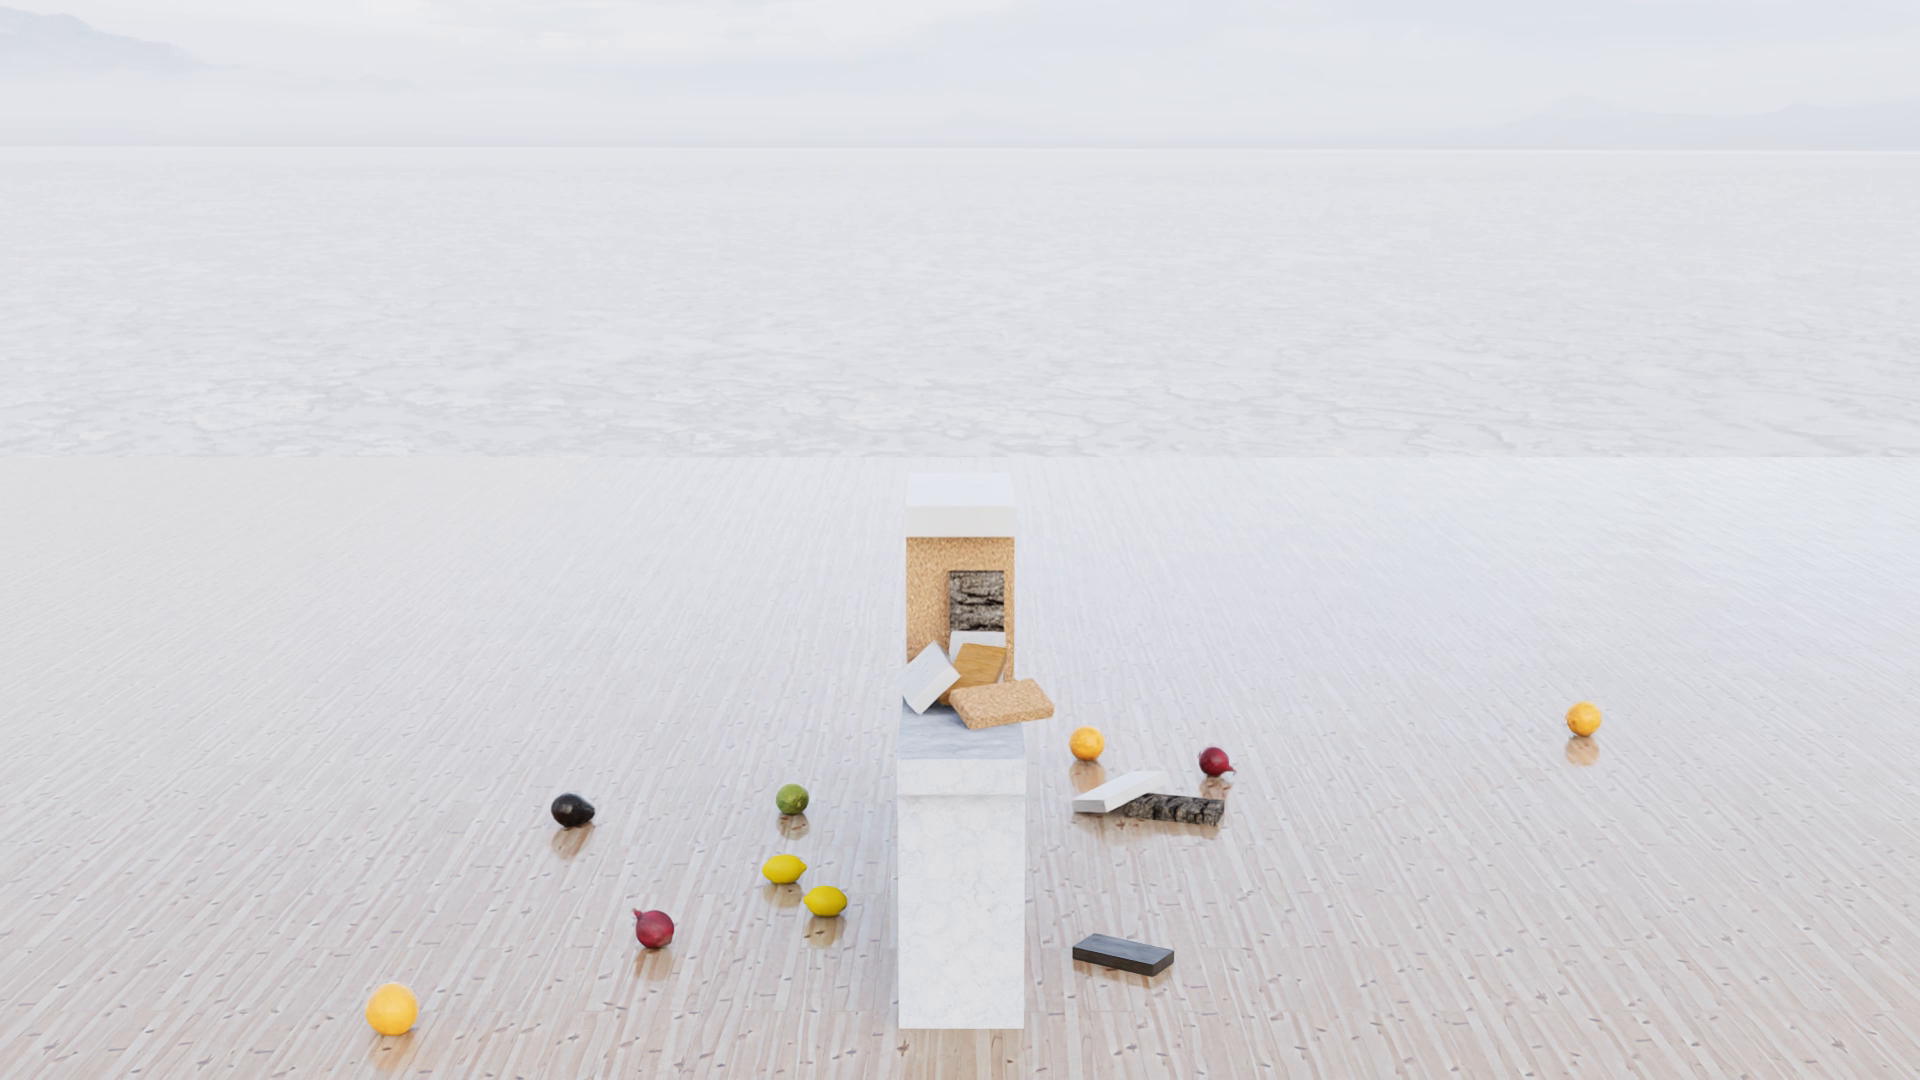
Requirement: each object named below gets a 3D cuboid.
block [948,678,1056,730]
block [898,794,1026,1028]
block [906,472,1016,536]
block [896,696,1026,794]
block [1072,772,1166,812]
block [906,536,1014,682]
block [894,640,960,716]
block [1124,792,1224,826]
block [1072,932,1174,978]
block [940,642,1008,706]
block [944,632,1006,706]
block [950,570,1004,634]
[{"bbox_3d":[0.062,0.239,3.210,0.140,0.020,0.070,-6,38,-30],"label":"block"},{"bbox_3d":[0.002,0.513,3.110,0.177,0.355,0.050,0,11,0],"label":"block"},{"bbox_3d":[0.000,-0.059,3.551,0.170,0.048,0.340,0,10,0],"label":"block"},{"bbox_3d":[0.002,0.293,3.189,0.177,0.050,0.355,0,11,0],"label":"block"},{"bbox_3d":[0.299,0.473,4.133,0.171,0.024,0.085,-19,8,-42],"label":"block"},{"bbox_3d":[0.001,0.151,3.484,0.170,0.340,0.048,0,9,1],"label":"block"},{"bbox_3d":[-0.050,0.206,3.313,0.085,0.024,0.169,-43,13,1],"label":"block"},{"bbox_3d":[0.399,0.499,4.090,0.171,0.024,0.086,3,11,18],"label":"block"},{"bbox_3d":[0.250,0.635,3.370,0.140,0.020,0.070,7,12,32],"label":"block"},{"bbox_3d":[0.022,0.203,3.299,0.070,0.020,0.139,6,31,13],"label":"block"},{"bbox_3d":[0.024,0.196,3.355,0.085,0.024,0.169,1,30,4],"label":"block"},{"bbox_3d":[0.026,0.259,3.463,0.085,0.424,0.024,0,9,1],"label":"block"}]
